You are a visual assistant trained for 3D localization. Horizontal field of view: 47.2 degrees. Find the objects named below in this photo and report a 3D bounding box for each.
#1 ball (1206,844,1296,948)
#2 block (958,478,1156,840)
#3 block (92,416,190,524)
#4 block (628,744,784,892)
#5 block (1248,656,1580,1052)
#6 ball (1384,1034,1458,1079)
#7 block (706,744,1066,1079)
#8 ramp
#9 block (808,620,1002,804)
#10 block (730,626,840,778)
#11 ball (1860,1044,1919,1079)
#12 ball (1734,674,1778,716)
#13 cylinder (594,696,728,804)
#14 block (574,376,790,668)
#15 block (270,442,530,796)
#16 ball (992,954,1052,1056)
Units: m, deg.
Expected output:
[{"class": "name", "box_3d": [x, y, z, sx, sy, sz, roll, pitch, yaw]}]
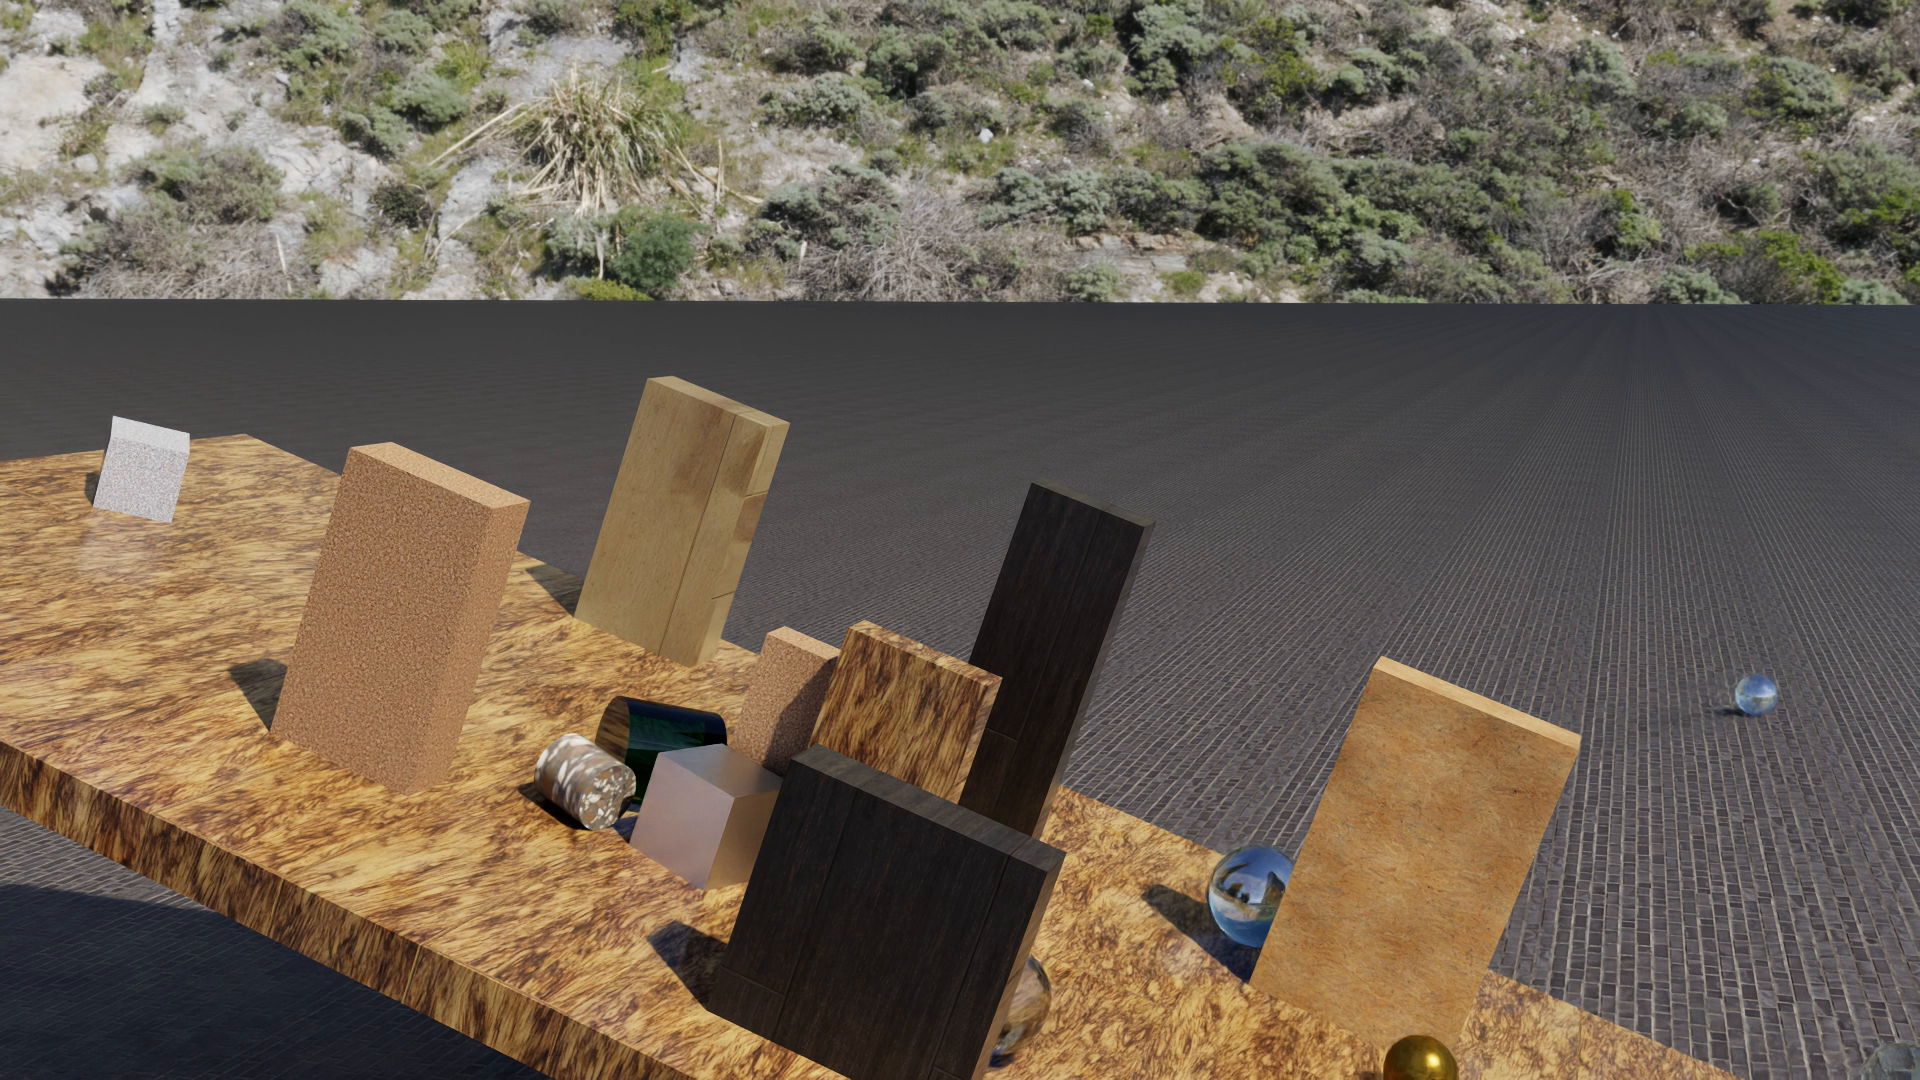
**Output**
[{"class": "ball", "box_3d": [0.603, 0.724, 4.470, 0.206, 0.206, 0.206, 0, 7, 0]}, {"class": "block", "box_3d": [0.150, 0.268, 4.495, 0.246, 0.746, 0.111, 22, 12, 14]}, {"class": "block", "box_3d": [-1.782, -0.154, 4.790, 0.162, 0.162, 0.162, 14, 13, -23]}, {"class": "block", "box_3d": [-0.442, 0.494, 3.939, 0.182, 0.182, 0.182, 26, 14, 29]}, {"class": "block", "box_3d": [0.867, 0.618, 4.216, 0.400, 0.678, 0.134, 22, 12, 14]}, {"class": "ball", "box_3d": [0.829, 0.958, 3.963, 0.131, 0.131, 0.131, 0, 7, 0]}, {"class": "block", "box_3d": [-0.116, 0.601, 3.370, 0.427, 0.433, 0.115, 22, 12, 14]}, {"class": "ramp", "box_3d": [-0.337, 0.621, 4.213, 4.000, 0.100, 2.000, 22, 12, 14]}, {"class": "block", "box_3d": [-0.140, 0.429, 3.936, 0.274, 0.498, 0.087, 22, 12, 14]}, {"class": "block", "box_3d": [-0.258, 0.412, 4.047, 0.324, 0.407, 0.089, 22, 12, 14]}, {"class": "ball", "box_3d": [2.059, 1.187, 4.802, 0.171, 0.171, 0.171, 0, 7, 0]}, {"class": "ball", "box_3d": [3.350, 0.653, 9.248, 0.172, 0.172, 0.172, 0, 7, 0]}, {"class": "cylinder", "box_3d": [-0.565, 0.403, 4.126, 0.193, 0.193, 0.193, 13, 0, -27]}, {"class": "block", "box_3d": [-0.639, -0.044, 5.038, 0.308, 0.587, 0.136, 22, 12, 14]}, {"class": "block", "box_3d": [-0.980, 0.136, 3.845, 0.289, 0.538, 0.132, 22, 12, 14]}, {"class": "ball", "box_3d": [0.055, 0.745, 3.581, 0.187, 0.187, 0.187, 0, 7, 0]}]
